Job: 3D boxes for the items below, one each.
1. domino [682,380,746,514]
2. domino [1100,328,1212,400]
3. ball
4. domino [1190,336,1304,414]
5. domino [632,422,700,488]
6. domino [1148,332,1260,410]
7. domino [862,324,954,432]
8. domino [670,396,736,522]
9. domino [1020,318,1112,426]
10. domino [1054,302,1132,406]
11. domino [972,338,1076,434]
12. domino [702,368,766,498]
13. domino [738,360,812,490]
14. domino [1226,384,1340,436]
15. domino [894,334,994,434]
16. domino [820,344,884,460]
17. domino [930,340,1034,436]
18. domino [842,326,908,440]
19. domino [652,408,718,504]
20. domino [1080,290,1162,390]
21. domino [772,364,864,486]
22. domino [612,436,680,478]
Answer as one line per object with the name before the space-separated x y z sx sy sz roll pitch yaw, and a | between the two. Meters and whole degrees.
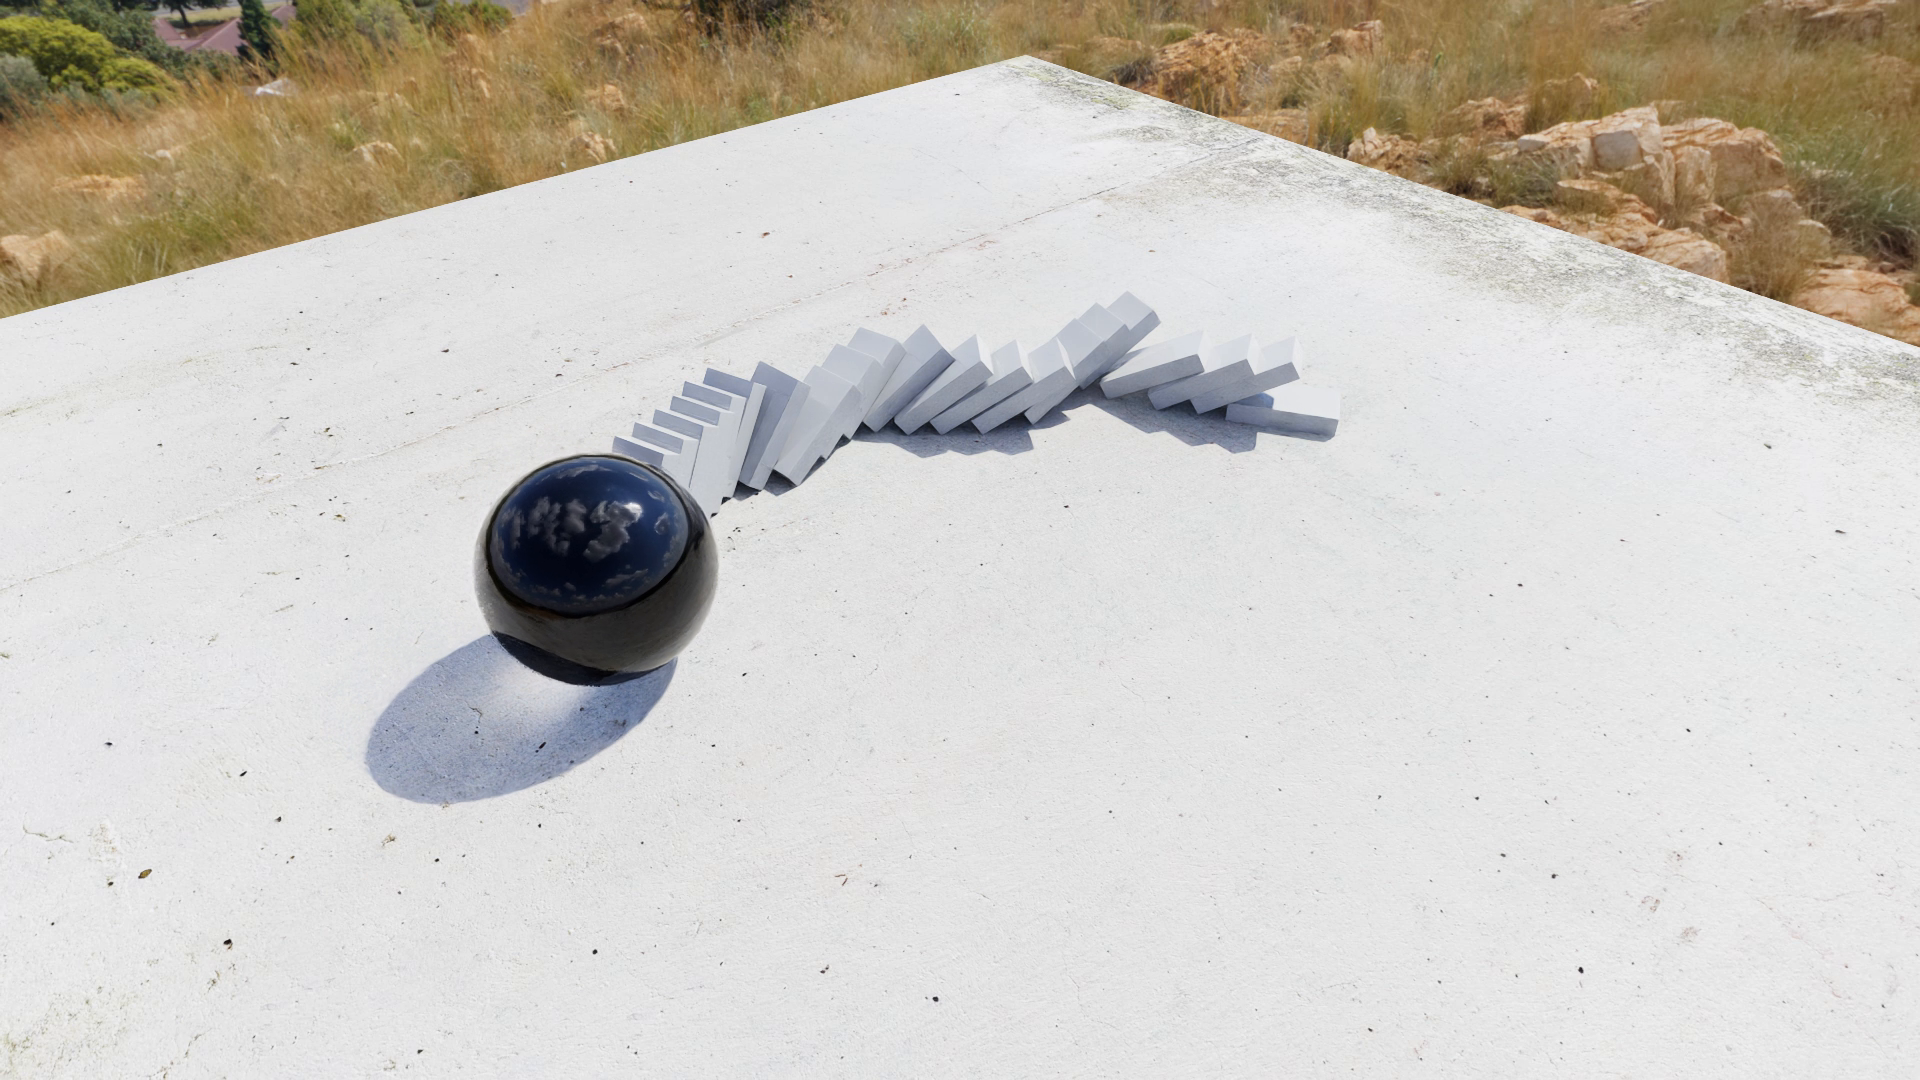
domino | -0.108 -0.039 0.461 0.025 0.050 0.009 20 11 22
domino | 0.094 -0.084 0.528 0.050 0.010 0.025 -14 31 31
ball | -0.123 0.010 0.376 0.080 0.080 0.080 0 39 0
domino | 0.134 -0.077 0.516 0.050 0.010 0.025 -18 29 32
domino | -0.122 -0.019 0.437 0.025 0.050 0.010 20 11 22
domino | 0.115 -0.079 0.520 0.050 0.010 0.025 -18 30 32
domino | -0.028 -0.076 0.513 0.050 0.010 0.025 -42 43 8
domino | -0.111 -0.032 0.452 0.025 0.050 0.009 20 11 22
domino | 0.045 -0.080 0.521 0.050 0.009 0.025 -42 47 2
domino | 0.056 -0.090 0.533 0.050 0.009 0.025 -42 46 3
domino | 0.028 -0.072 0.510 0.050 0.010 0.025 -29 38 17
domino | -0.103 -0.046 0.471 0.025 0.050 0.009 20 5 23
domino | -0.086 -0.050 0.477 0.025 0.050 0.010 30 6 31
domino | 0.153 -0.064 0.521 0.050 0.009 0.025 11 41 13
domino | -0.008 -0.072 0.509 0.050 0.010 0.025 -33 35 20
domino | -0.058 -0.063 0.499 0.025 0.010 0.050 25 79 34
domino | 0.009 -0.071 0.510 0.050 0.010 0.025 -29 36 17
domino | -0.049 -0.073 0.511 0.025 0.010 0.050 25 79 34
domino | -0.116 -0.025 0.444 0.025 0.050 0.010 20 11 22
domino | 0.072 -0.099 0.543 0.050 0.009 0.025 -41 42 4
domino | -0.068 -0.051 0.485 0.025 0.010 0.050 30 81 31
domino | -0.127 -0.013 0.429 0.025 0.050 0.010 20 11 22
